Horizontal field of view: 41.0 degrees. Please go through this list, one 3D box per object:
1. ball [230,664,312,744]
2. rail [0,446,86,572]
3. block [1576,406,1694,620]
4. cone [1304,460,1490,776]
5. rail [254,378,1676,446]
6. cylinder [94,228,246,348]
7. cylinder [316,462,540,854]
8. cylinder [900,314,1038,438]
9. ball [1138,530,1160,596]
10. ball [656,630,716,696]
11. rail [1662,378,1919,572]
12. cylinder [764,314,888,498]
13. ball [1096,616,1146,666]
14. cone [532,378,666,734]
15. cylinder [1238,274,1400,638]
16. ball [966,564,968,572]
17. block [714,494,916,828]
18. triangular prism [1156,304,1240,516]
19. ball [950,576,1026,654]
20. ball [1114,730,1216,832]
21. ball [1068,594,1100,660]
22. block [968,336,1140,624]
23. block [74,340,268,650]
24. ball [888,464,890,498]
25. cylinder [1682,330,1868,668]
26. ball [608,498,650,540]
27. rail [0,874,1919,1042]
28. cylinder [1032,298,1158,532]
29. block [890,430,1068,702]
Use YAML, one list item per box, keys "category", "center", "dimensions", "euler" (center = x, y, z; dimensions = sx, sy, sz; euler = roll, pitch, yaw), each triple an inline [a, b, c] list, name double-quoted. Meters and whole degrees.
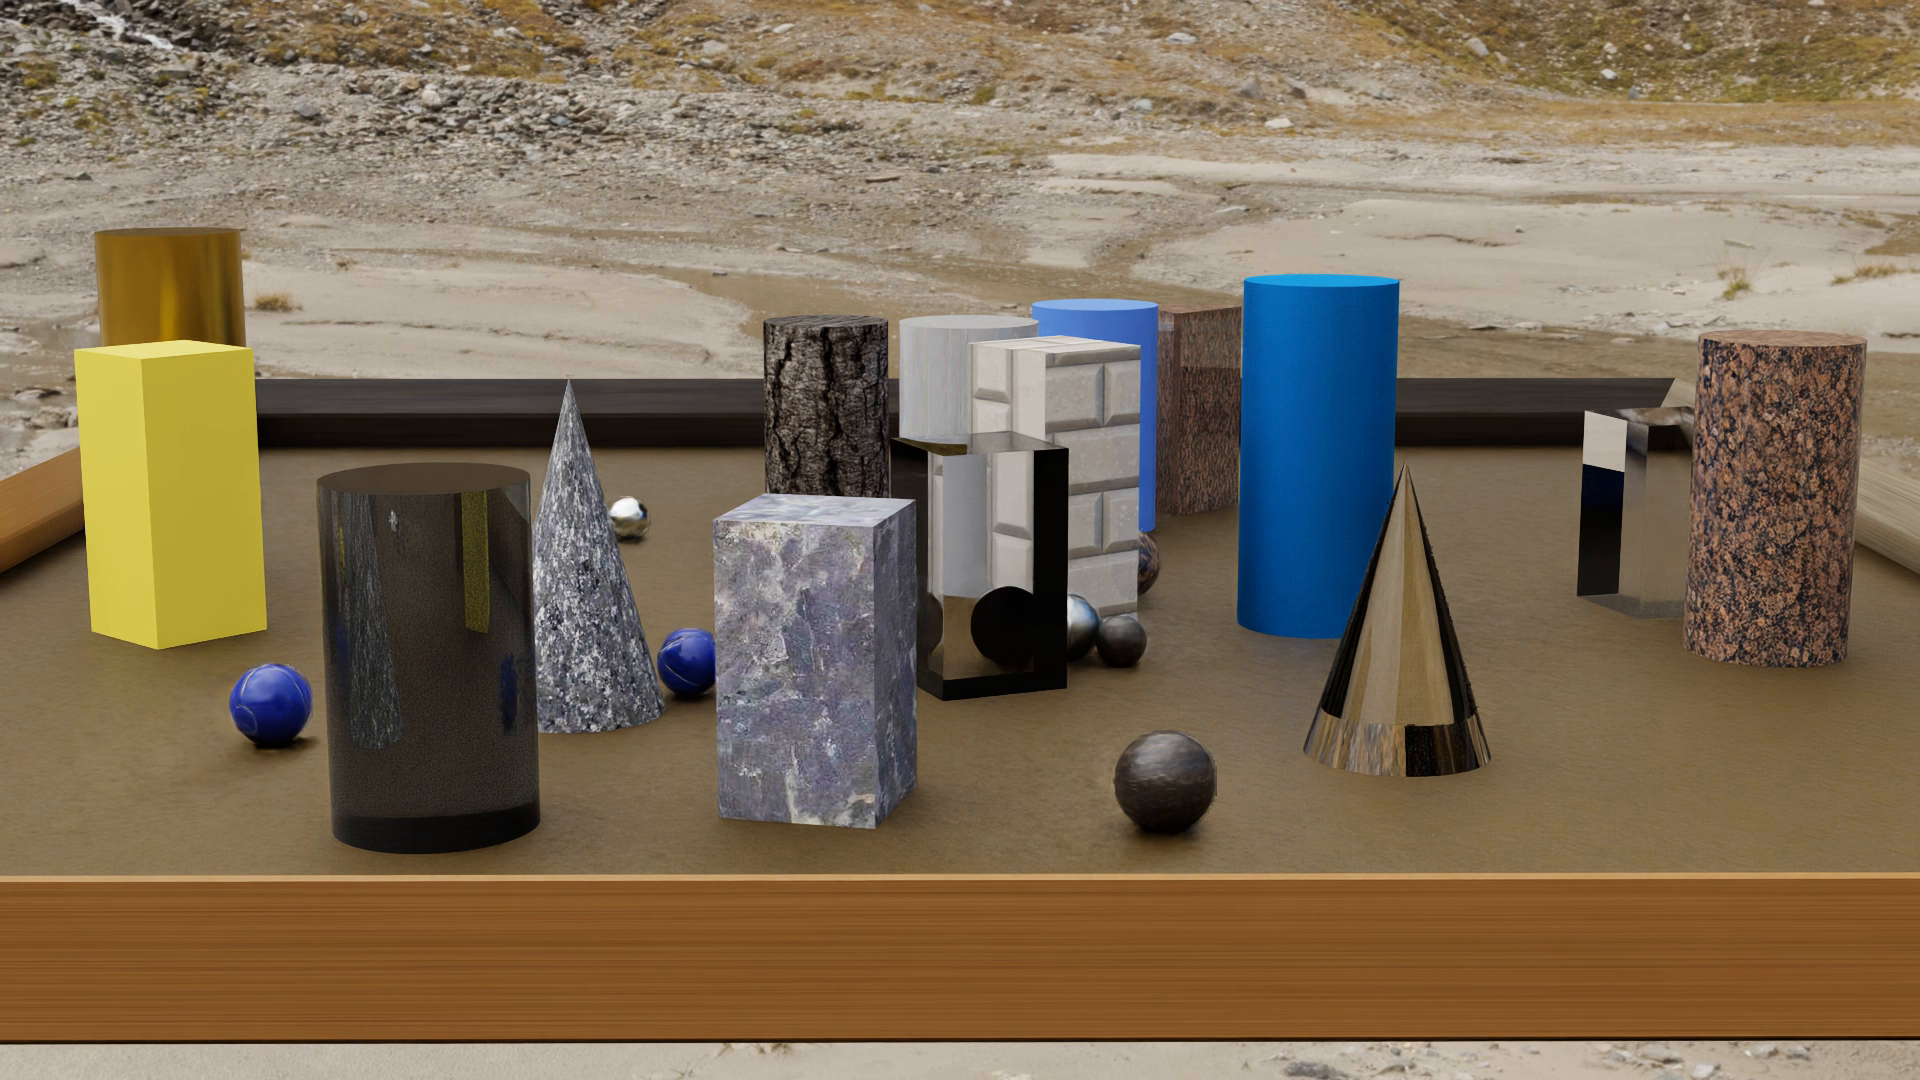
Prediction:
- category: "ball"
  center: [-0.749, 0.178, 2.787]
  dimensions: [0.087, 0.087, 0.087]
  euler: [0, 10, 0]
- category: "rail"
  center: [-1.372, 0.035, 3.441]
  dimensions: [0.045, 0.130, 3.097]
  euler: [0, 10, 0]
- category: "block"
  center: [0.958, -0.040, 3.493]
  dimensions: [0.160, 0.260, 0.160]
  euler: [-3, 11, -17]
- category: "cone"
  center: [0.469, 0.071, 2.731]
  dimensions: [0.200, 0.319, 0.200]
  euler: [0, 10, 0]
- category: "rail"
  center: [-0.009, -0.244, 4.948]
  dimensions: [2.792, 0.130, 0.045]
  euler: [0, 10, 0]
- category: "cylinder"
  center: [-1.125, -0.195, 3.689]
  dimensions: [0.200, 0.494, 0.200]
  euler: [0, 10, 0]
- category: "cylinder"
  center: [-0.509, 0.109, 2.468]
  dimensions: [0.200, 0.340, 0.200]
  euler: [0, 10, 0]
- category: "cylinder"
  center: [0.013, -0.129, 3.678]
  dimensions: [0.200, 0.368, 0.200]
  euler: [0, 10, 0]
- category: "ball"
  center: [0.227, 0.032, 3.543]
  dimensions: [0.099, 0.099, 0.099]
  euler: [0, 10, 0]
- category: "ball"
  center: [-0.316, 0.143, 3.001]
  dimensions: [0.078, 0.078, 0.078]
  euler: [0, 10, 0]
- category: "rail"
  center: [1.372, 0.032, 3.456]
  dimensions: [0.045, 0.130, 3.097]
  euler: [0, 10, 0]
- category: "cylinder"
  center: [-0.215, -0.191, 4.132]
  dimensions: [0.200, 0.325, 0.200]
  euler: [0, 10, 0]
- category: "ball"
  center: [0.198, 0.124, 3.149]
  dimensions: [0.063, 0.063, 0.063]
  euler: [0, 10, 0]
- category: "cone"
  center: [-0.437, 0.007, 2.899]
  dimensions: [0.200, 0.384, 0.200]
  euler: [0, 10, 0]
- category: "cylinder"
  center: [0.468, -0.114, 3.361]
  dimensions: [0.200, 0.453, 0.200]
  euler: [0, 10, 0]
- category: "ball"
  center: [0.052, 0.039, 3.546]
  dimensions: [0.085, 0.085, 0.085]
  euler: [0, 10, 0]
- category: "block"
  center: [-0.141, 0.116, 2.548]
  dimensions: [0.160, 0.297, 0.160]
  euler: [3, 11, 13]
- category: "triangular prism"
  center: [0.354, -0.223, 4.282]
  dimensions: [0.150, 0.333, 0.173]
  euler: [9, 14, 41]
- category: "ball"
  center: [0.035, 0.094, 3.216]
  dimensions: [0.096, 0.096, 0.096]
  euler: [0, 10, 0]
- category: "ball"
  center: [0.197, 0.232, 2.466]
  dimensions: [0.098, 0.098, 0.098]
  euler: [0, 10, 0]
- category: "ball"
  center: [0.131, 0.108, 3.177]
  dimensions: [0.084, 0.084, 0.084]
  euler: [0, 10, 0]
- category: "block"
  center: [0.121, -0.071, 3.359]
  dimensions: [0.160, 0.370, 0.160]
  euler: [-8, 13, -37]
- category: "block"
  center: [-1.020, -0.063, 3.319]
  dimensions: [0.160, 0.369, 0.160]
  euler: [9, 14, 41]
- category: "ball"
  center: [-0.141, -0.094, 4.277]
  dimensions: [0.081, 0.081, 0.081]
  euler: [0, 10, 0]
- category: "cylinder"
  center: [1.017, -0.056, 3.208]
  dimensions: [0.200, 0.395, 0.200]
  euler: [0, 10, 0]
- category: "ball"
  center: [-0.517, -0.034, 3.992]
  dimensions: [0.066, 0.066, 0.066]
  euler: [0, 10, 0]
- category: "rail"
  center: [0.009, 0.311, 1.949]
  dimensions: [2.792, 0.130, 0.045]
  euler: [0, 10, 0]
- category: "cylinder"
  center: [0.213, -0.197, 4.081]
  dimensions: [0.200, 0.355, 0.200]
  euler: [0, 10, 0]
- category: "block"
  center: [0.022, 0.027, 3.055]
  dimensions: [0.160, 0.287, 0.160]
  euler: [-5, 11, -23]
